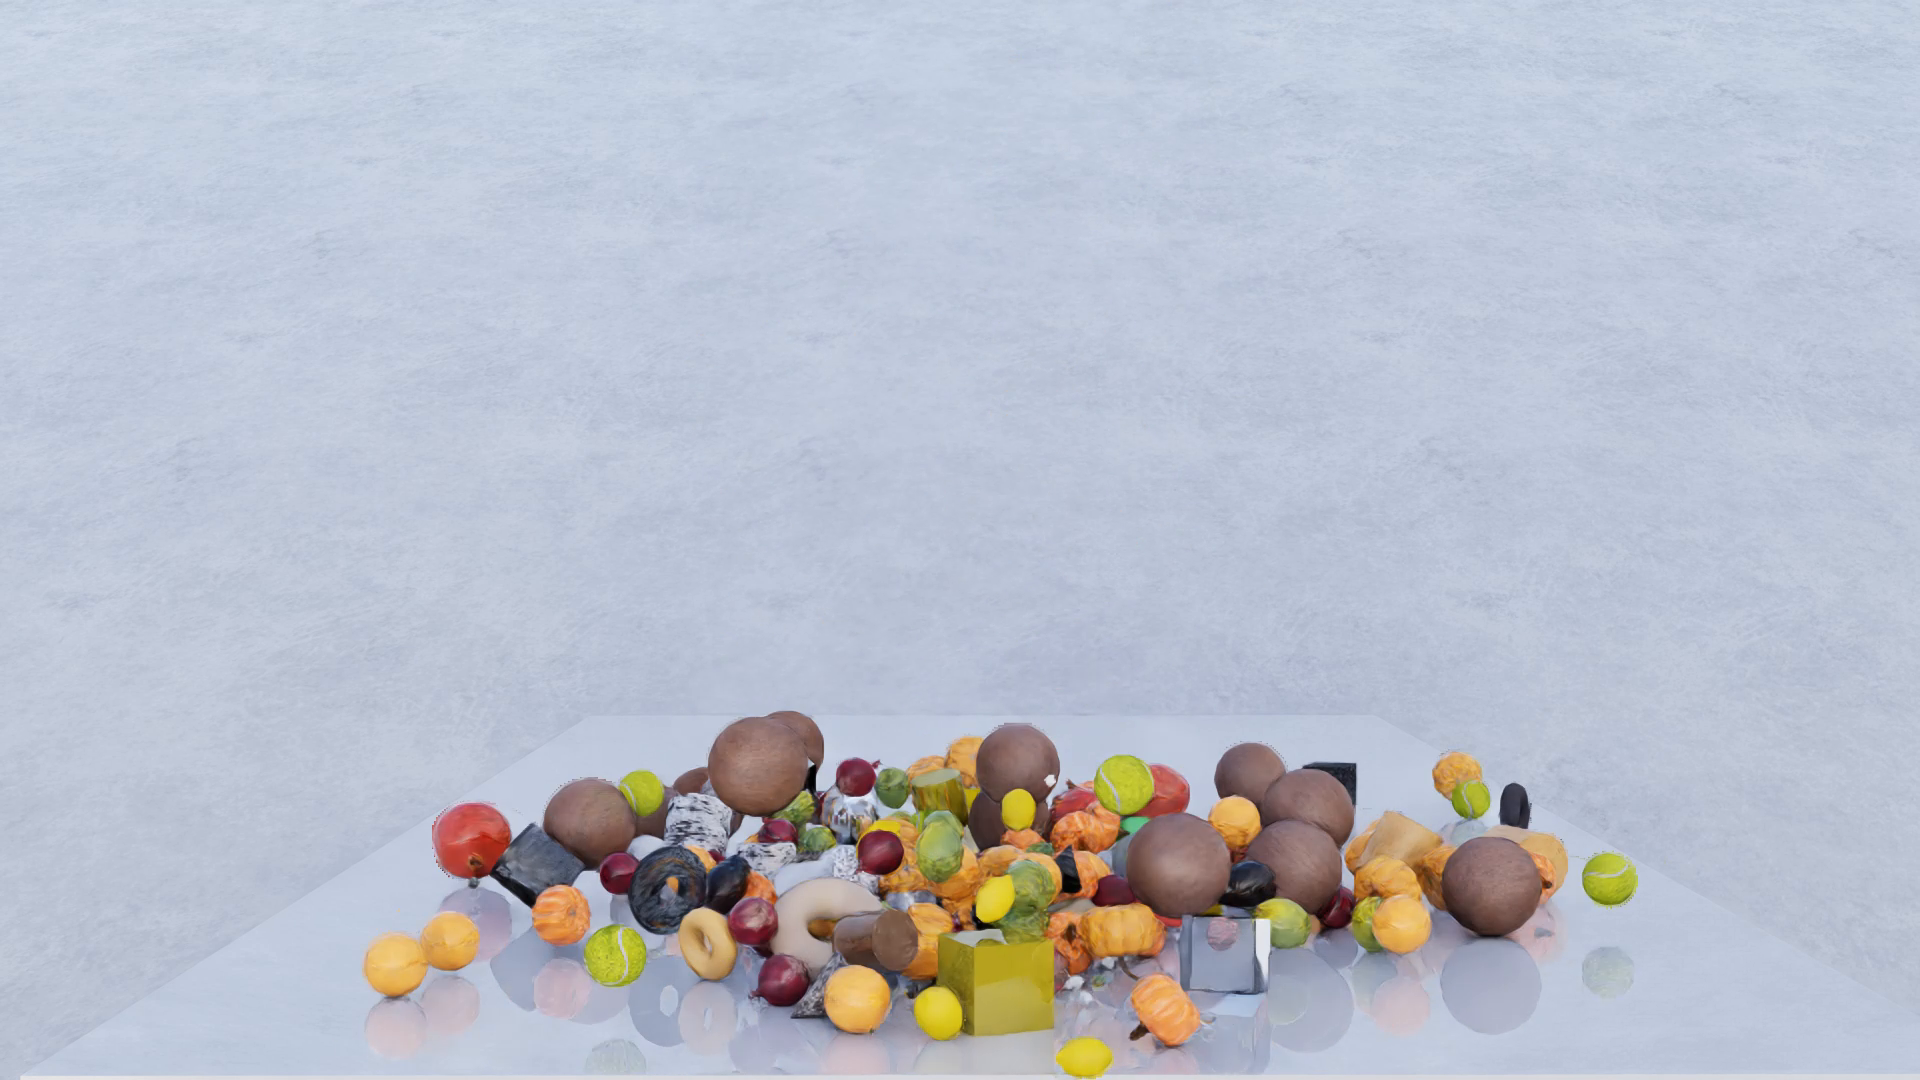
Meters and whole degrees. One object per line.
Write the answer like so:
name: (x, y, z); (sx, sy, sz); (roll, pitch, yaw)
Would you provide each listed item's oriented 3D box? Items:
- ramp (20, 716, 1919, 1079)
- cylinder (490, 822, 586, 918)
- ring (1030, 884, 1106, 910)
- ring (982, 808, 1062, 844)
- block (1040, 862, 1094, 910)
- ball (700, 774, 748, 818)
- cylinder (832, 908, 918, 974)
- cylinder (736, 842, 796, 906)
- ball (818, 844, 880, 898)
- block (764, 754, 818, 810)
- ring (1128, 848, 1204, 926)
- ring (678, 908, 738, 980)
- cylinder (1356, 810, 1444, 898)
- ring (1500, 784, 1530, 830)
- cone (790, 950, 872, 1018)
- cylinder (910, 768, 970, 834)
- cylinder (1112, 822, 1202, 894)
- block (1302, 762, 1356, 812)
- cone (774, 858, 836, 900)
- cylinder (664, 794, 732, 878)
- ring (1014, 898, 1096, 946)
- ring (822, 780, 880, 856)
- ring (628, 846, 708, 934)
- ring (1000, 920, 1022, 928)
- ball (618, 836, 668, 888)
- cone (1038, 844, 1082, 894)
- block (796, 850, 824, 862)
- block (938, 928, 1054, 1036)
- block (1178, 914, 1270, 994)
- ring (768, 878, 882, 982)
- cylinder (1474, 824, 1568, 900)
ramp: (0.060, 0.540, 4.577); (2.000, 0.100, 4.000); (0, 1, 0)
cylinder: (-0.575, 0.450, 3.514); (0.091, 0.091, 0.091); (38, 34, 3)
ring: (0.151, 0.495, 3.569); (0.106, 0.035, 0.106); (0, 2, 0)
ring: (0.103, 0.475, 4.282); (0.136, 0.045, 0.136); (-1, 2, 0)
block: (0.142, 0.471, 3.428); (0.061, 0.061, 0.061); (4, 59, -5)
ball: (-0.358, 0.390, 3.912); (0.071, 0.071, 0.071); (0, 26, 0)
cylinder: (-0.098, 0.463, 2.973); (0.071, 0.071, 0.071); (-14, 10, 45)
cylinder: (-0.266, 0.459, 3.550); (0.083, 0.083, 0.083); (-2, -5, 0)
ball: (-0.156, 0.465, 3.532); (0.096, 0.096, 0.096); (0, 26, 0)
block: (-0.261, 0.373, 3.984); (0.064, 0.064, 0.064); (-7, 15, -18)
ring: (0.273, 0.458, 3.410); (0.114, 0.038, 0.114); (18, 49, -21)
ring: (-0.299, 0.480, 3.063); (0.089, 0.089, 0.030); (22, 26, 37)
cylinder: (0.625, 0.447, 3.669); (0.092, 0.092, 0.092); (29, -7, 4)
ring: (0.893, 0.441, 4.155); (0.033, 0.100, 0.100); (-1, 24, 25)
cone: (-0.153, 0.510, 2.860); (0.082, 0.082, 0.082); (-28, 33, -11)
cylinder: (-0.030, 0.412, 4.067); (0.080, 0.080, 0.080); (-12, 11, 2)
cylinder: (0.279, 0.454, 3.664); (0.090, 0.090, 0.090); (-28, 2, -43)
block: (0.672, 0.448, 4.688); (0.079, 0.079, 0.079); (1, 1, 24)
cone: (-0.180, 0.427, 3.292); (0.084, 0.084, 0.084); (23, 42, -22)
cylinder: (-0.392, 0.441, 3.839); (0.095, 0.095, 0.095); (2, 58, 5)
ring: (0.116, 0.479, 3.201); (0.116, 0.039, 0.116); (-24, -1, 0)
ring: (-0.168, 0.434, 3.958); (0.045, 0.134, 0.134); (-2, 24, -34)
ring: (-0.372, 0.448, 3.298); (0.116, 0.116, 0.039); (-22, 22, -38)
ring: (0.092, 0.501, 3.302); (0.086, 0.029, 0.086); (-3, -7, 0)
ball: (-0.453, 0.468, 3.727); (0.083, 0.083, 0.083); (0, 26, 0)
cone: (0.132, 0.405, 3.242); (0.057, 0.057, 0.057); (8, 57, 16)
block: (-0.215, 0.479, 3.663); (0.064, 0.064, 0.064); (-1, 1, -29)
block: (0.039, 0.481, 2.816); (0.096, 0.096, 0.096); (-1, 1, -25)
block: (0.305, 0.477, 2.974); (0.085, 0.085, 0.085); (0, -7, 19)
ring: (-0.157, 0.466, 3.086); (0.148, 0.049, 0.148); (4, 43, -4)
cylinder: (0.802, 0.461, 3.694); (0.095, 0.095, 0.095); (-11, 6, -21)
